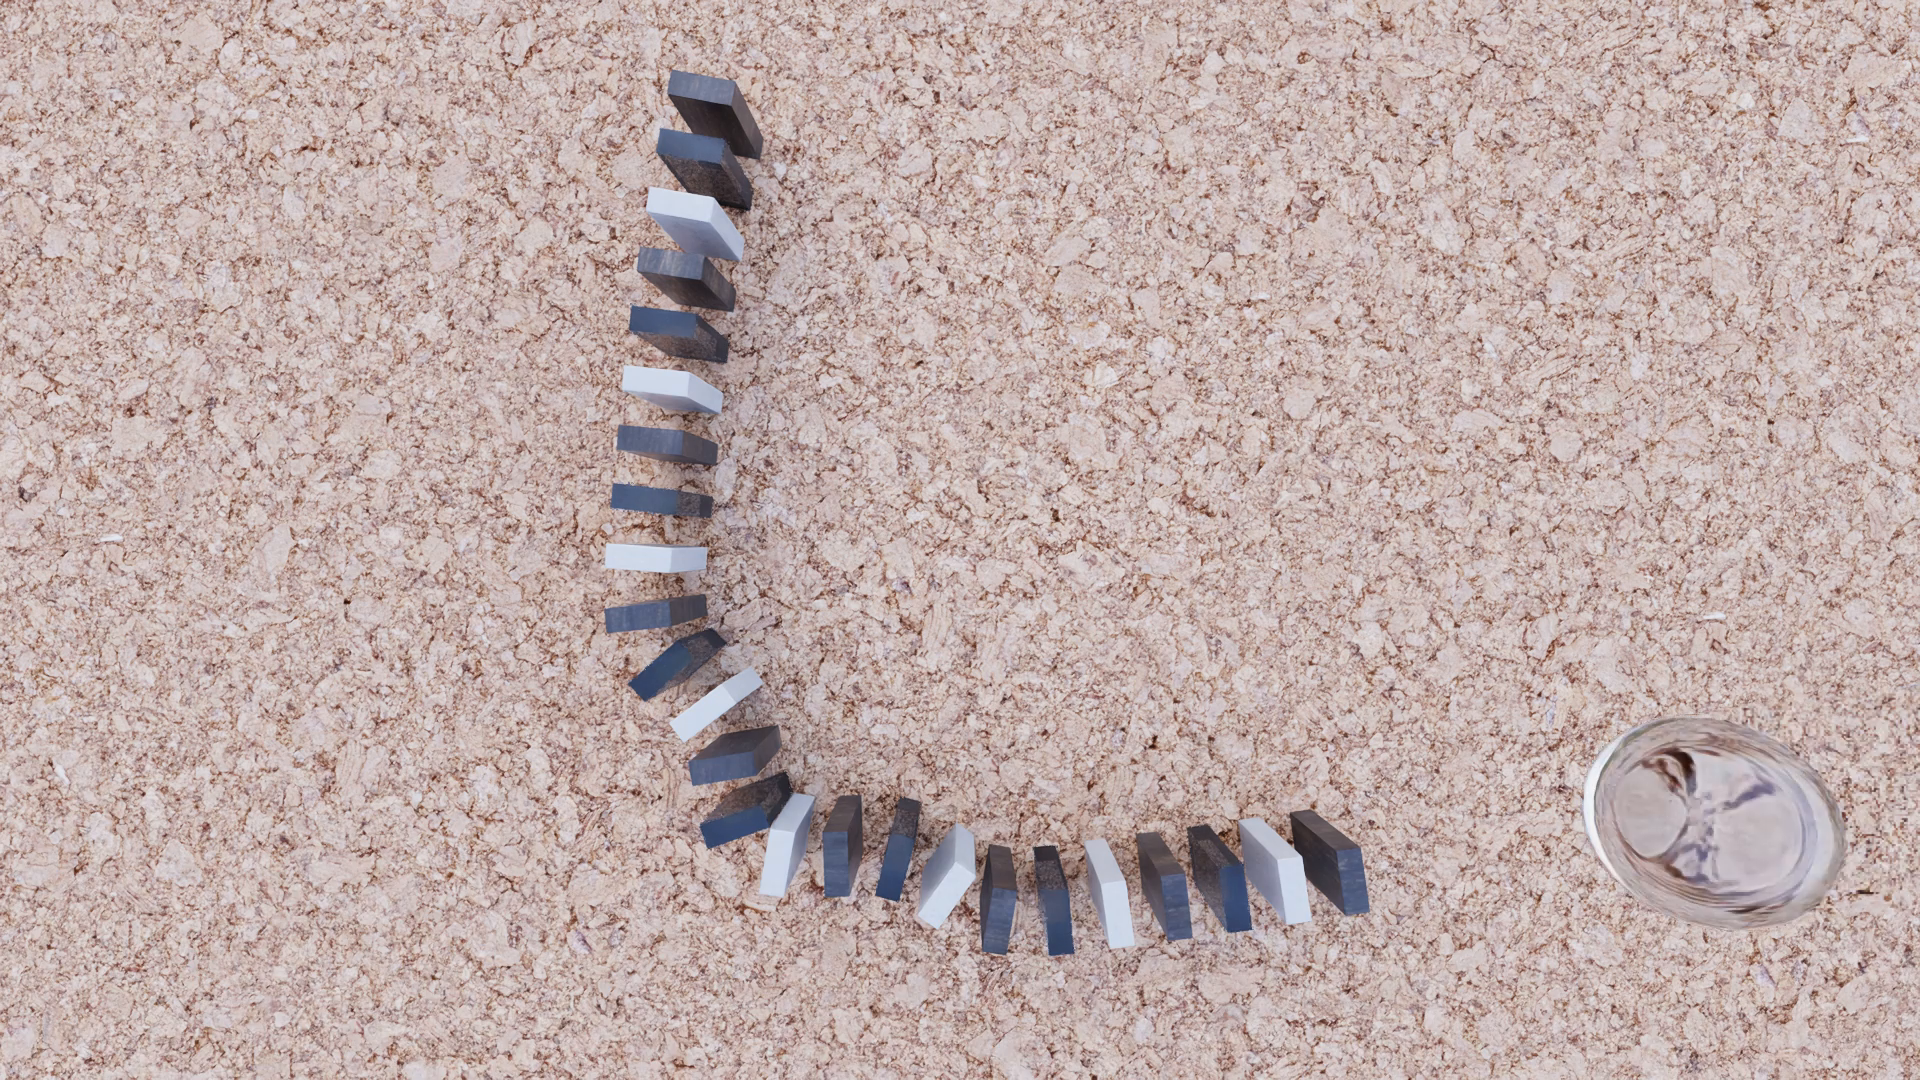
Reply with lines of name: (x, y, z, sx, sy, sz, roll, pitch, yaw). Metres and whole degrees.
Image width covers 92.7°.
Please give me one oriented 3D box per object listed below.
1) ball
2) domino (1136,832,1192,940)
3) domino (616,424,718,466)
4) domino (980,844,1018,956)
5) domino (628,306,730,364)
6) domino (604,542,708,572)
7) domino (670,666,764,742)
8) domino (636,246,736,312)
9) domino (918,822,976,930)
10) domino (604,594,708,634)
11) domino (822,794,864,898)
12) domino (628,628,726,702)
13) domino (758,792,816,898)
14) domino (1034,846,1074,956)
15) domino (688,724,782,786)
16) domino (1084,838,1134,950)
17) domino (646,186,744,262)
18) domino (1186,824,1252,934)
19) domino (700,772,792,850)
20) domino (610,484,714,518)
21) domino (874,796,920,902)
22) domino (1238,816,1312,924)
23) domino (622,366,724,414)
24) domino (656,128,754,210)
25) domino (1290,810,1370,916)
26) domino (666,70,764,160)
ball: (0.293, 0.110, 0.360, 0.080, 0.080, 0.080, 0, 90, 0)
domino: (0.083, 0.140, 0.375, 0.010, 0.050, 0.025, -7, 90, 0)
domino: (-0.118, -0.038, 0.375, 0.025, 0.050, 0.010, 5, 90, 0)
domino: (0.015, 0.146, 0.375, 0.010, 0.050, 0.025, 10, 90, 0)
domino: (-0.114, -0.083, 0.375, 0.025, 0.050, 0.010, 7, 90, 0)
domino: (-0.123, 0.007, 0.375, 0.025, 0.050, 0.009, 4, 90, 0)
domino: (-0.098, 0.066, 0.375, 0.025, 0.050, 0.009, -37, 90, 0)
domino: (-0.111, -0.106, 0.375, 0.025, 0.050, 0.010, 8, 90, 0)
domino: (-0.005, 0.136, 0.375, 0.009, 0.050, 0.025, 36, 90, 0)
domino: (-0.123, 0.030, 0.375, 0.025, 0.050, 0.009, -6, 90, 0)
domino: (-0.047, 0.124, 0.375, 0.009, 0.050, 0.025, -2, 90, 0)
domino: (-0.114, 0.050, 0.375, 0.025, 0.050, 0.009, -42, 90, 0)
domino: (-0.070, 0.123, 0.375, 0.010, 0.050, 0.025, 10, 90, 0)
domino: (0.038, 0.146, 0.375, 0.009, 0.050, 0.025, -5, 90, 0)
domino: (-0.091, 0.087, 0.375, 0.025, 0.050, 0.009, -9, 90, 0)
domino: (0.060, 0.143, 0.375, 0.009, 0.050, 0.025, -8, 90, 0)
domino: (-0.107, -0.128, 0.375, 0.025, 0.050, 0.009, 10, 90, 0)
domino: (0.105, 0.137, 0.375, 0.010, 0.050, 0.025, -8, 90, 0)
domino: (-0.086, 0.110, 0.375, 0.025, 0.050, 0.010, -20, 90, 0)
domino: (-0.121, -0.016, 0.375, 0.025, 0.050, 0.010, 7, 90, 0)
domino: (-0.025, 0.125, 0.375, 0.010, 0.050, 0.025, 15, 90, 0)
domino: (0.128, 0.134, 0.375, 0.010, 0.050, 0.025, -9, 90, 0)
domino: (-0.116, -0.061, 0.375, 0.025, 0.050, 0.009, 6, 90, 0)
domino: (-0.103, -0.151, 0.375, 0.025, 0.050, 0.009, 10, 90, 0)
domino: (0.150, 0.131, 0.375, 0.009, 0.050, 0.025, -8, 90, 0)
domino: (-0.099, -0.173, 0.375, 0.025, 0.050, 0.010, 11, 90, 0)
